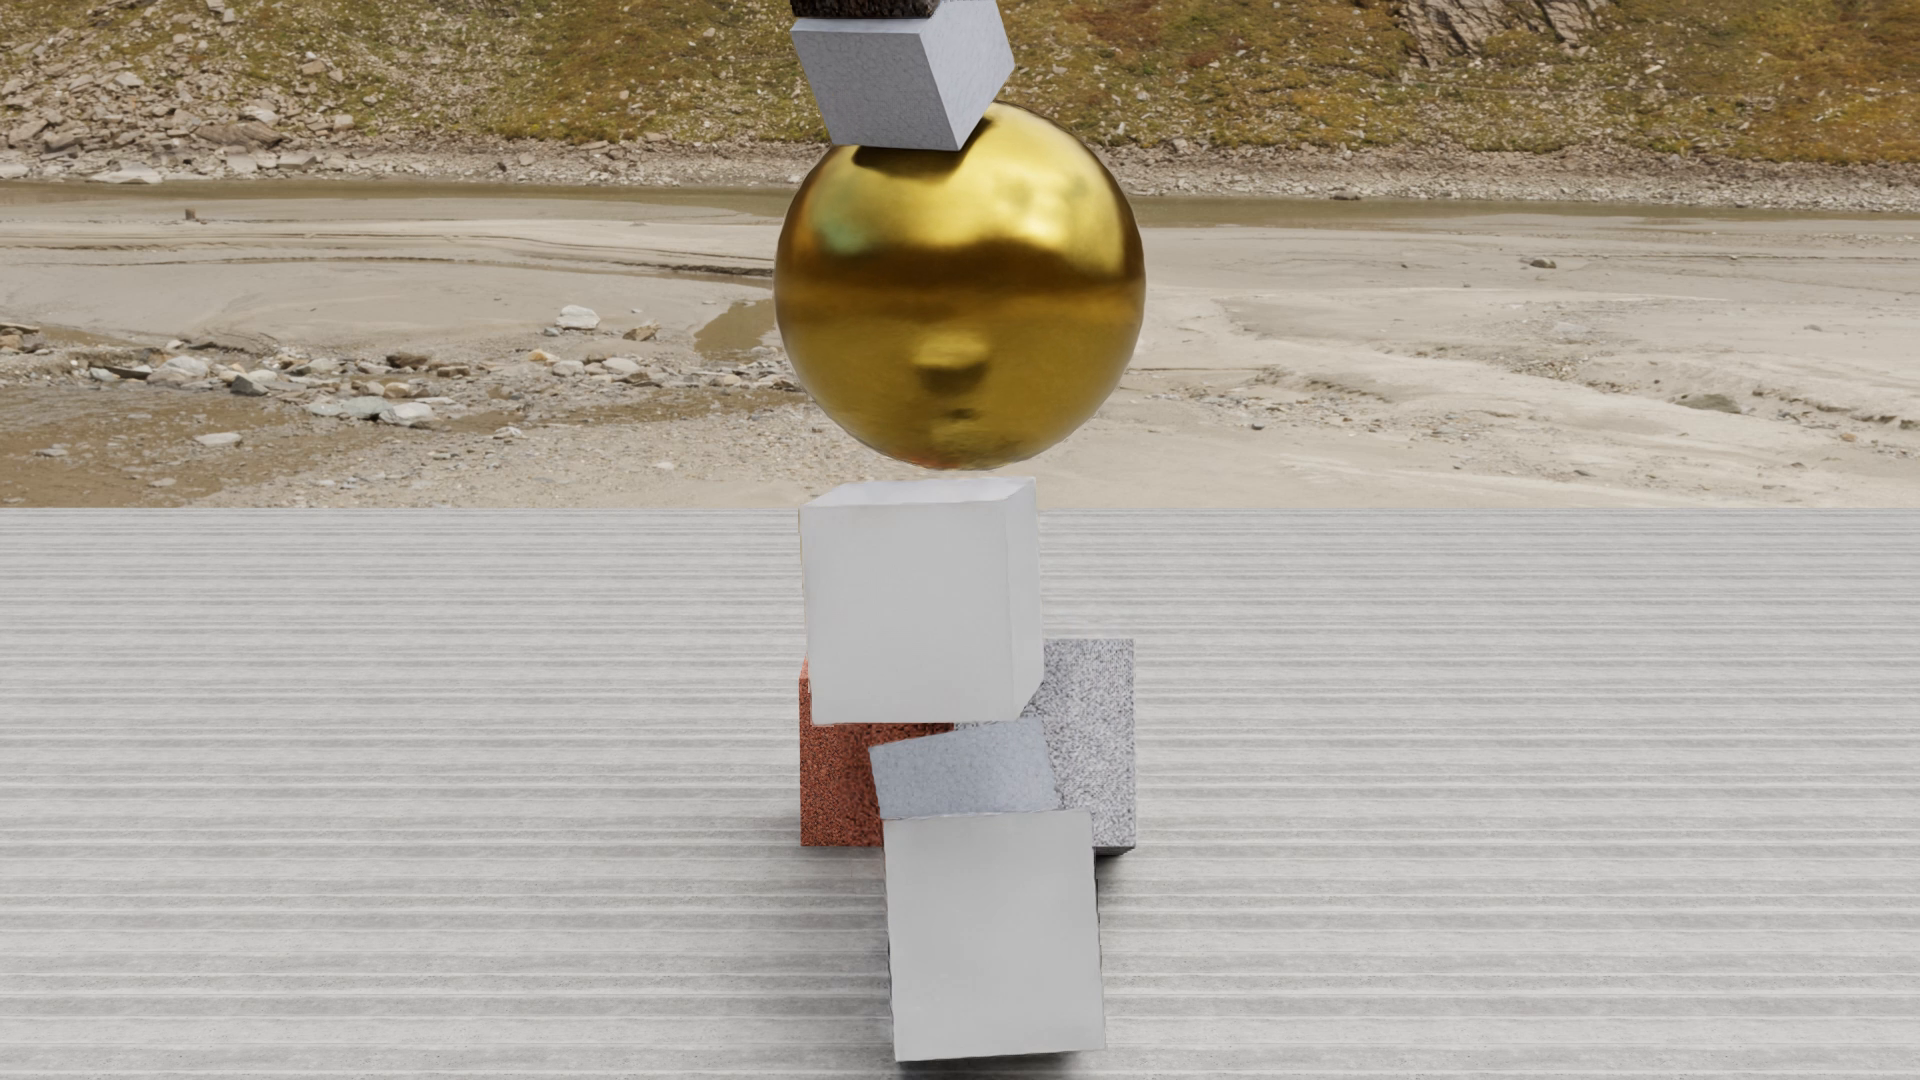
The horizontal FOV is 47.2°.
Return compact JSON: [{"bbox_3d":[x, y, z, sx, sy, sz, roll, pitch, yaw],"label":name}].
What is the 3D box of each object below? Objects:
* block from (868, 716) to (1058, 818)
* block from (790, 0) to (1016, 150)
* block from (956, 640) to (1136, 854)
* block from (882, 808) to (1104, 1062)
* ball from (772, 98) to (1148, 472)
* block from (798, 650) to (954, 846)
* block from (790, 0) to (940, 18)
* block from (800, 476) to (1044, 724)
[{"bbox_3d":[0.049,1.243,9.459,0.723,0.855,0.888,-10,-5,-2],"label":"block"},{"bbox_3d":[-0.220,-1.971,8.818,0.593,0.555,0.560,8,51,29],"label":"block"},{"bbox_3d":[0.391,1.013,10.575,0.822,0.948,0.958,0,-10,0],"label":"block"},{"bbox_3d":[0.107,1.479,8.373,0.764,0.867,0.696,-3,-6,-3],"label":"block"},{"bbox_3d":[0.000,-1.091,9.433,1.600,1.600,1.600,0,10,0],"label":"ball"},{"bbox_3d":[-0.416,1.051,11.353,0.770,0.869,0.710,0,10,0],"label":"block"},{"bbox_3d":[-0.333,-2.463,8.495,0.604,0.603,0.647,7,48,27],"label":"block"},{"bbox_3d":[-0.120,0.207,8.115,0.734,0.782,0.761,-2,8,10],"label":"block"}]
